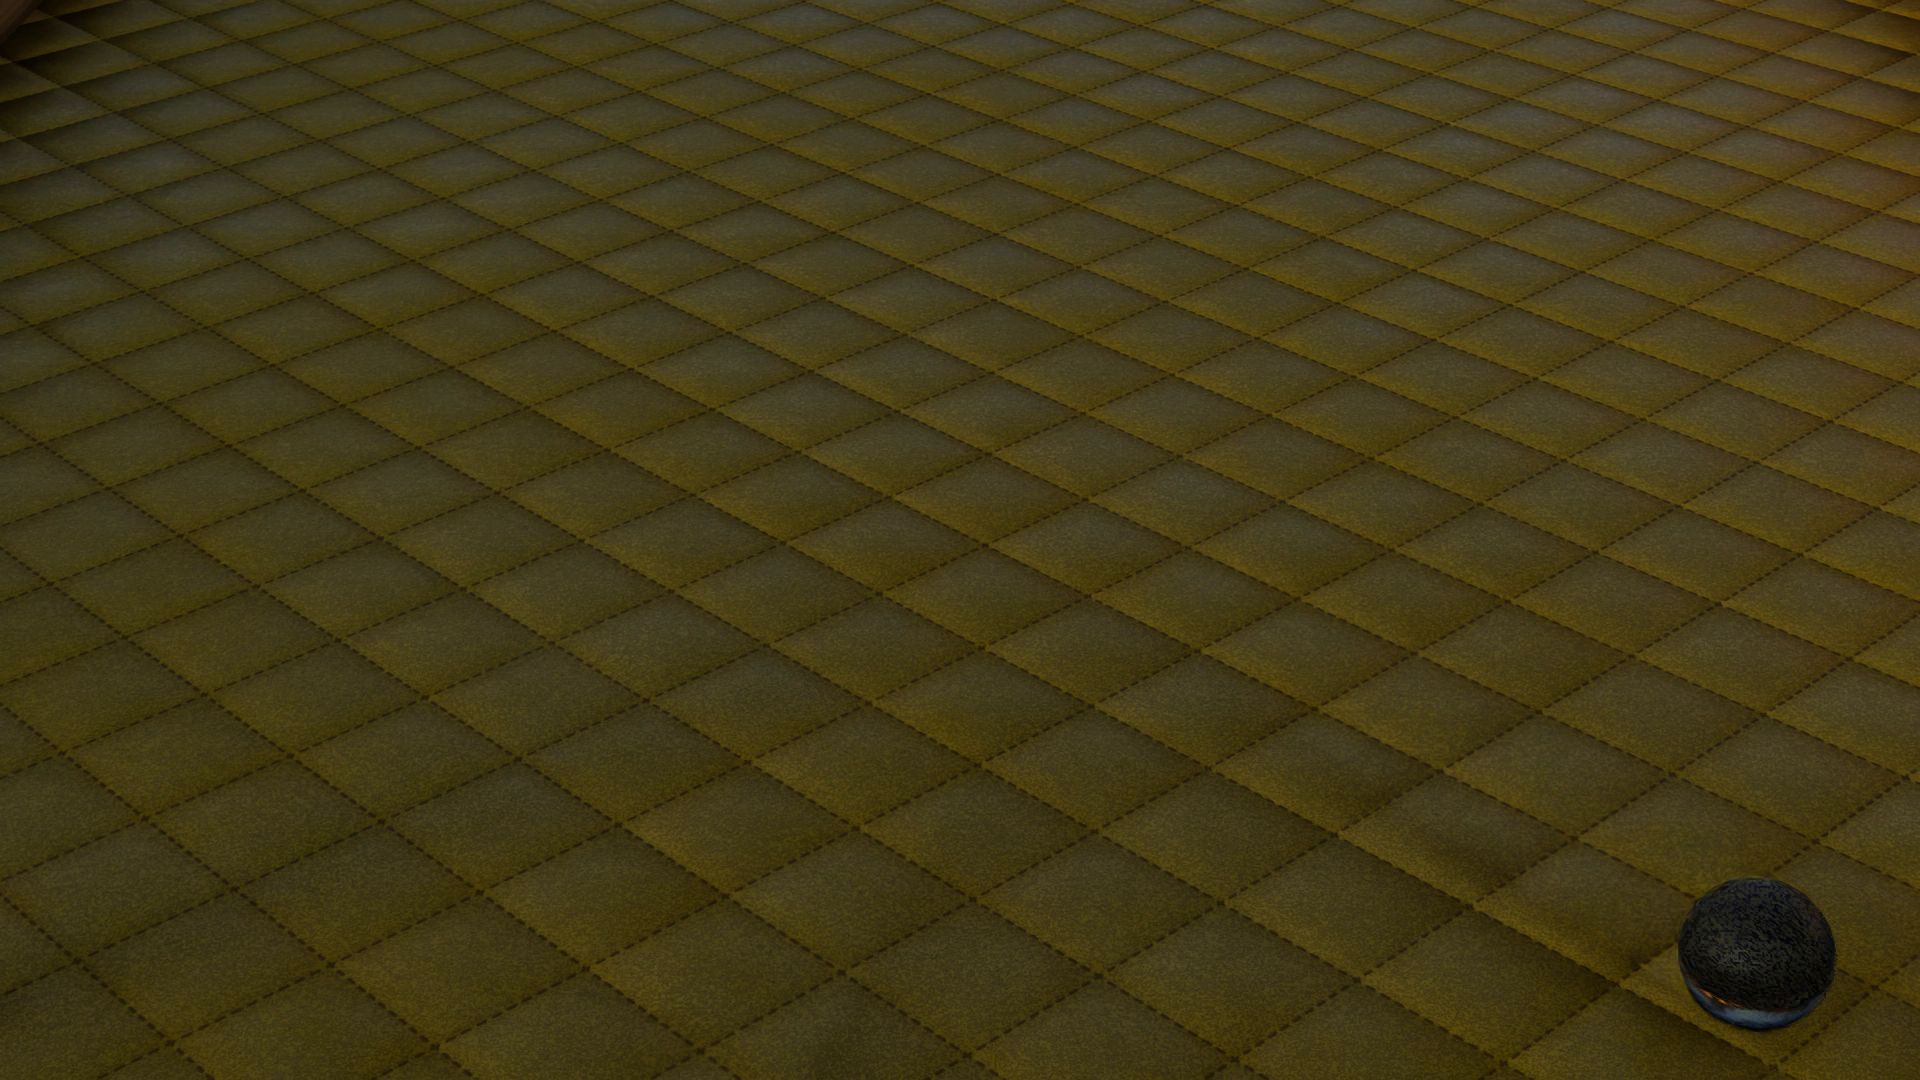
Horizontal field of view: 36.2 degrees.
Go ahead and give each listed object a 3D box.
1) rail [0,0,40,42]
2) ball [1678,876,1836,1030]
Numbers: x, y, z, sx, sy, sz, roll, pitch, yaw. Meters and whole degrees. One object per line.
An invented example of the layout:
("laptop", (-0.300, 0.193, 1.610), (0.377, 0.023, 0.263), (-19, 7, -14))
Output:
("rail", (-0.844, -0.430, 2.507), (0.045, 0.102, 3.414), (1, 28, 1))
("ball", (0.375, 0.195, 1.386), (0.072, 0.072, 0.072), (0, 28, 0))
